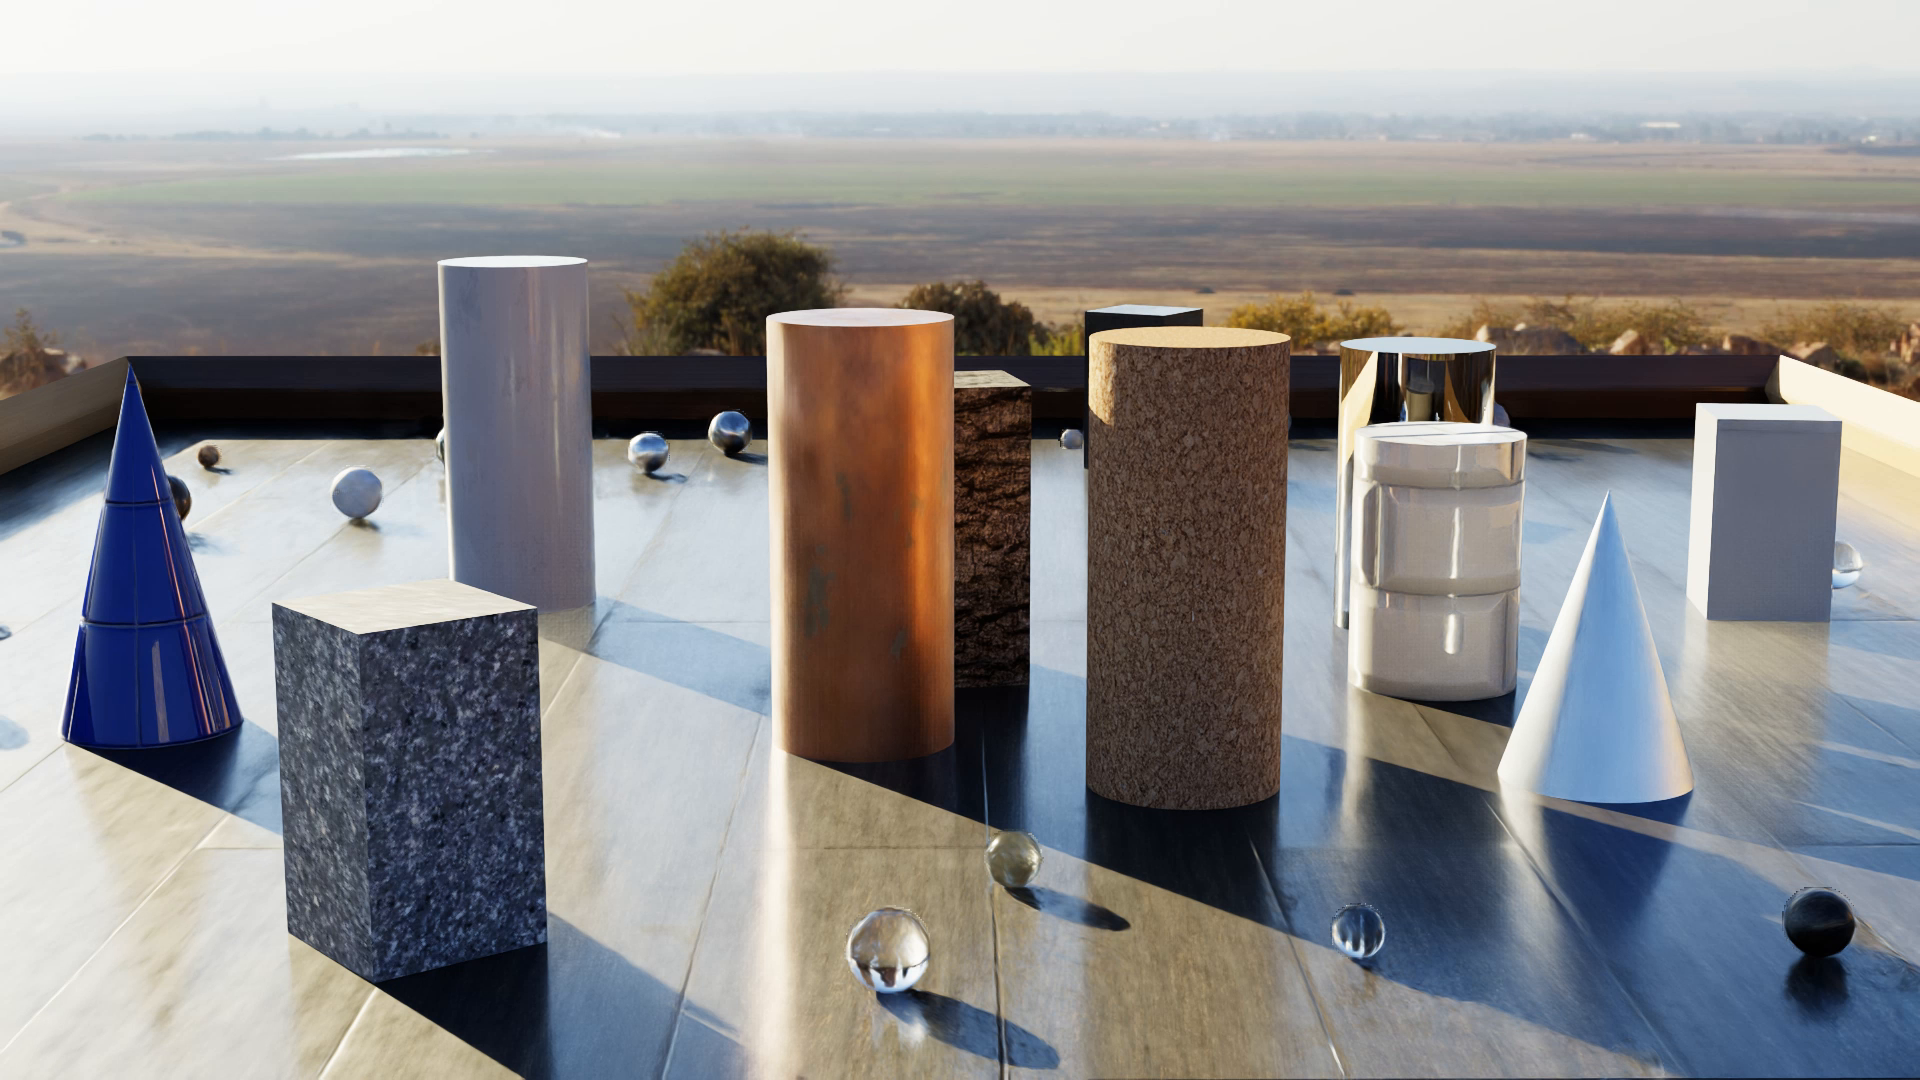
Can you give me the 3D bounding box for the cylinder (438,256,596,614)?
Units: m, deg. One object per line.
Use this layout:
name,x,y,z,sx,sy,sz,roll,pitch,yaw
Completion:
cylinder,-0.603,-0.146,3.502,0.200,0.466,0.200,0,10,0

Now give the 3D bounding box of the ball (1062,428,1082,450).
ball,0.215,-0.193,4.923,0.041,0.041,0.041,0,10,0

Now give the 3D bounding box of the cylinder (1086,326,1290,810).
cylinder,0.229,0.023,2.600,0.200,0.460,0.200,0,10,0

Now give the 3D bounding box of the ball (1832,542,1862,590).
ball,1.200,0.034,3.510,0.066,0.066,0.066,0,10,0

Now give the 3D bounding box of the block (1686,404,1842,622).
block,1.083,-0.039,3.463,0.160,0.270,0.160,1,11,6

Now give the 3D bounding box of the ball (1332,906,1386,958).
ball,0.330,0.324,2.120,0.043,0.043,0.043,0,10,0

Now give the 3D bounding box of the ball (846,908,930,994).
ball,-0.057,0.327,2.040,0.067,0.067,0.067,0,10,0

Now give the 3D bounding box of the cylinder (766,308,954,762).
cylinder,-0.106,-0.010,2.773,0.200,0.463,0.200,0,10,0

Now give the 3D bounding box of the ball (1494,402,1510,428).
ball,1.008,-0.222,4.929,0.095,0.095,0.095,0,10,0

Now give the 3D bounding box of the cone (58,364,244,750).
cone,-0.904,0.006,2.831,0.200,0.409,0.200,0,10,0

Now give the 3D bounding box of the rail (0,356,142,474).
rail,-1.703,0.035,3.439,0.045,0.130,3.888,0,10,0

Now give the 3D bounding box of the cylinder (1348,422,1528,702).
cylinder,0.566,0.022,3.049,0.200,0.300,0.200,0,10,0

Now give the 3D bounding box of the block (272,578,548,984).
block,-0.460,0.195,2.147,0.160,0.288,0.160,-8,13,-38

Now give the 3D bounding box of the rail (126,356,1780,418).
rail,-0.011,-0.316,5.337,3.454,0.130,0.045,0,10,0

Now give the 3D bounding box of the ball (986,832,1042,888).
ball,0.048,0.287,2.303,0.050,0.050,0.050,0,10,0

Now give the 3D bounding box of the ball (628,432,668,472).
ball,-0.564,-0.158,4.647,0.073,0.073,0.073,0,10,0

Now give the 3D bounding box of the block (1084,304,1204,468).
block,0.336,-0.278,4.701,0.160,0.288,0.160,6,12,31

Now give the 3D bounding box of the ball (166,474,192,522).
ball,-1.266,-0.061,4.067,0.092,0.092,0.092,0,10,0

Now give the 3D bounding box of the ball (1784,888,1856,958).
ball,0.712,0.317,2.124,0.056,0.056,0.056,0,10,0

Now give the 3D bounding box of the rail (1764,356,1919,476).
rail,1.703,0.032,3.458,0.045,0.130,3.888,0,10,0

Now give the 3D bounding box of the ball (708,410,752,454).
ball,-0.436,-0.205,4.876,0.082,0.082,0.082,0,10,0

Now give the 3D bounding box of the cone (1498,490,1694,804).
cone,0.660,0.097,2.638,0.200,0.302,0.200,0,10,0

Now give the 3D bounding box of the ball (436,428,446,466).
ball,-0.903,-0.169,4.650,0.093,0.093,0.093,0,10,0

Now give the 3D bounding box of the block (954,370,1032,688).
block,-0.011,-0.015,3.090,0.160,0.358,0.160,-2,11,-11

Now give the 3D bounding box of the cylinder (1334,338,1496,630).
cylinder,0.595,-0.072,3.368,0.200,0.369,0.200,0,10,0

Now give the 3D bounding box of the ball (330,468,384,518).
ball,-0.982,-0.077,4.178,0.083,0.083,0.083,0,10,0

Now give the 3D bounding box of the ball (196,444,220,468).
ball,-1.380,-0.154,4.713,0.041,0.041,0.041,0,10,0
